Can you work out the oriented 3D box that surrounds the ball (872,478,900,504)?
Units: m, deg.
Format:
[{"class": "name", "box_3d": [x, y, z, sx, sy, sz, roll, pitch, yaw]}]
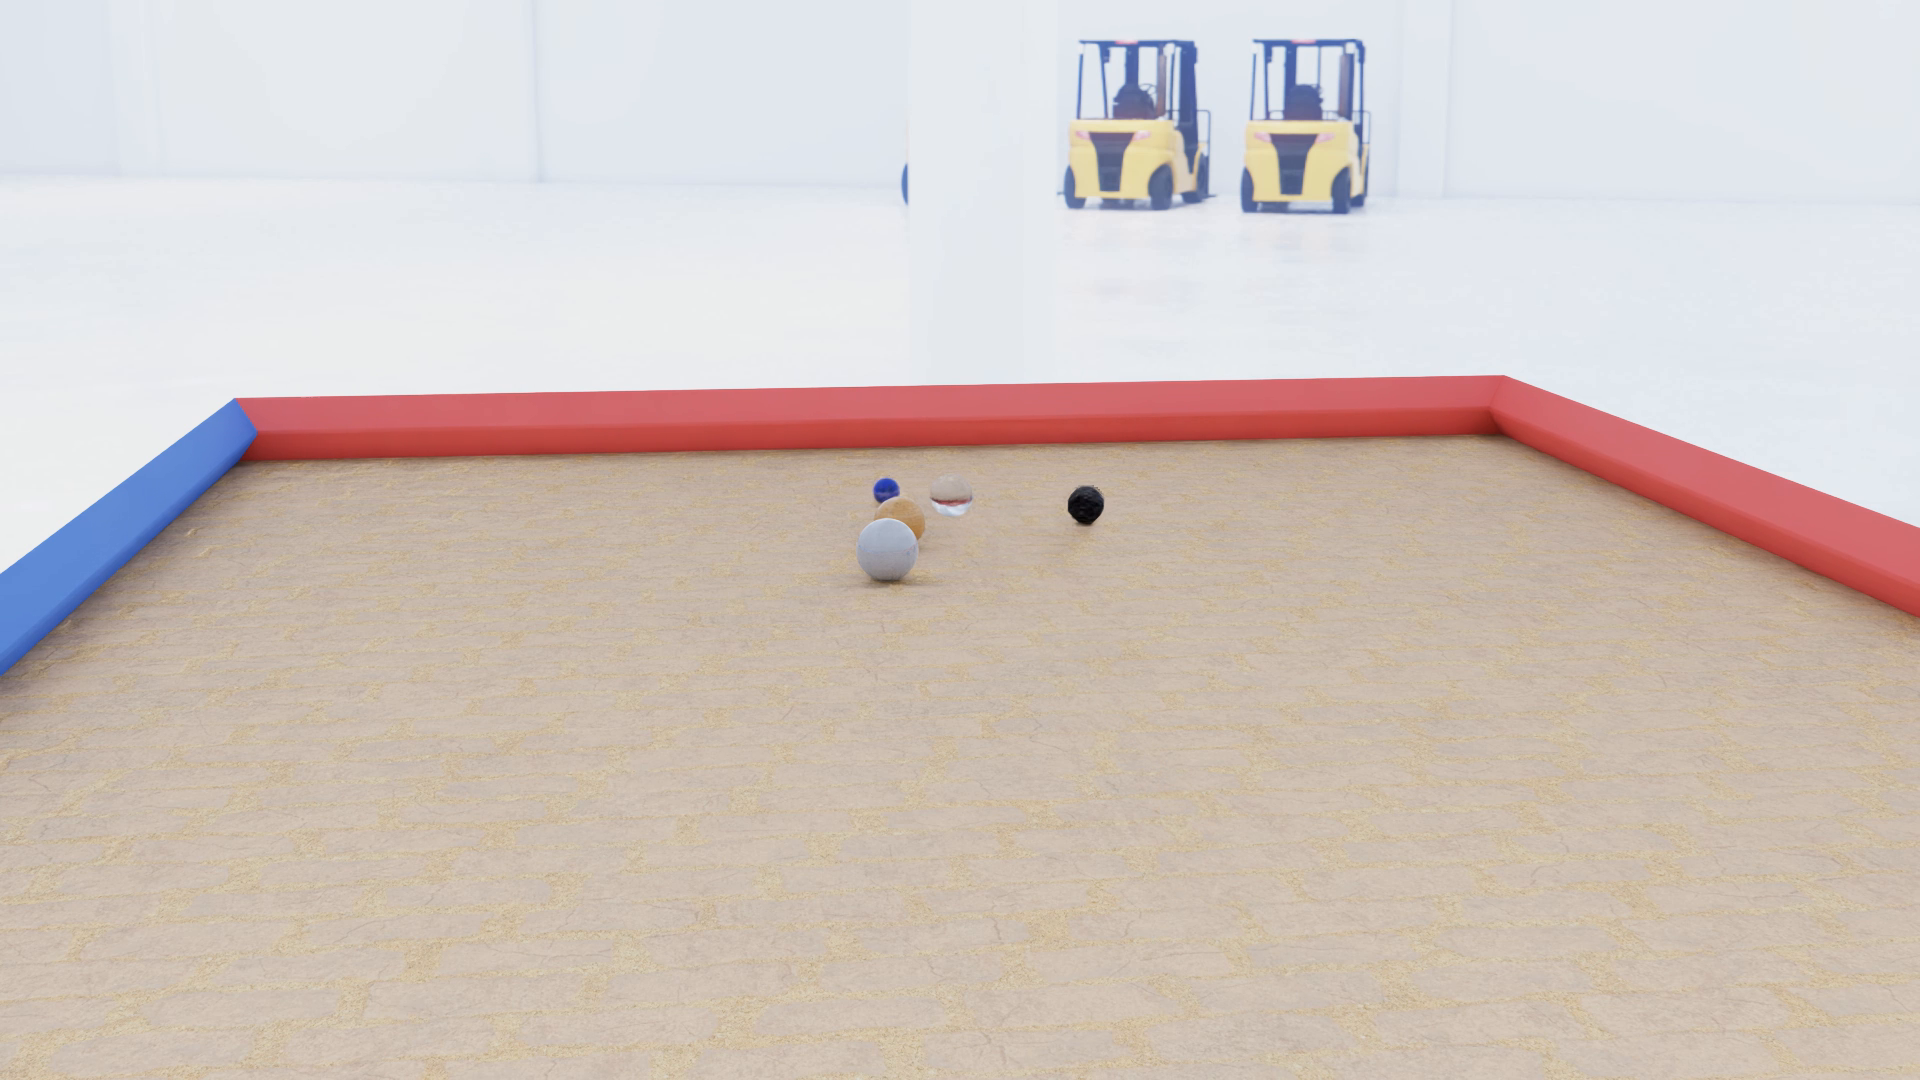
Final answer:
[{"class": "ball", "box_3d": [-0.119, -0.078, 3.531, 0.044, 0.044, 0.044, 0, 12, 0]}]

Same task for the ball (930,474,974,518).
[{"class": "ball", "box_3d": [-0.013, -0.069, 3.432, 0.067, 0.067, 0.067, 0, 12, 0]}]

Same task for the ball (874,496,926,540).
[{"class": "ball", "box_3d": [-0.088, -0.026, 3.209, 0.076, 0.076, 0.076, 0, 12, 0]}]

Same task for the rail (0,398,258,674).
[{"class": "rail", "box_3d": [-1.018, 0.213, 2.006, 0.045, 0.112, 3.957, -2, 12, -7]}]

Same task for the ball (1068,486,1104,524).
[{"class": "ball", "box_3d": [0.194, -0.054, 3.389, 0.057, 0.057, 0.057, 0, 12, 0]}]

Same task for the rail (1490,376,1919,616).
[{"class": "rail", "box_3d": [1.269, 0.151, 2.292, 0.045, 0.112, 3.957, -2, 12, -7]}]

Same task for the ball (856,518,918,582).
[{"class": "ball", "box_3d": [-0.100, 0.013, 3.002, 0.086, 0.086, 0.086, 0, 12, 0]}]

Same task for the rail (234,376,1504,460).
[{"class": "rail", "box_3d": [-0.123, -0.224, 4.045, 2.352, 0.112, 0.045, -2, 12, -7]}]
